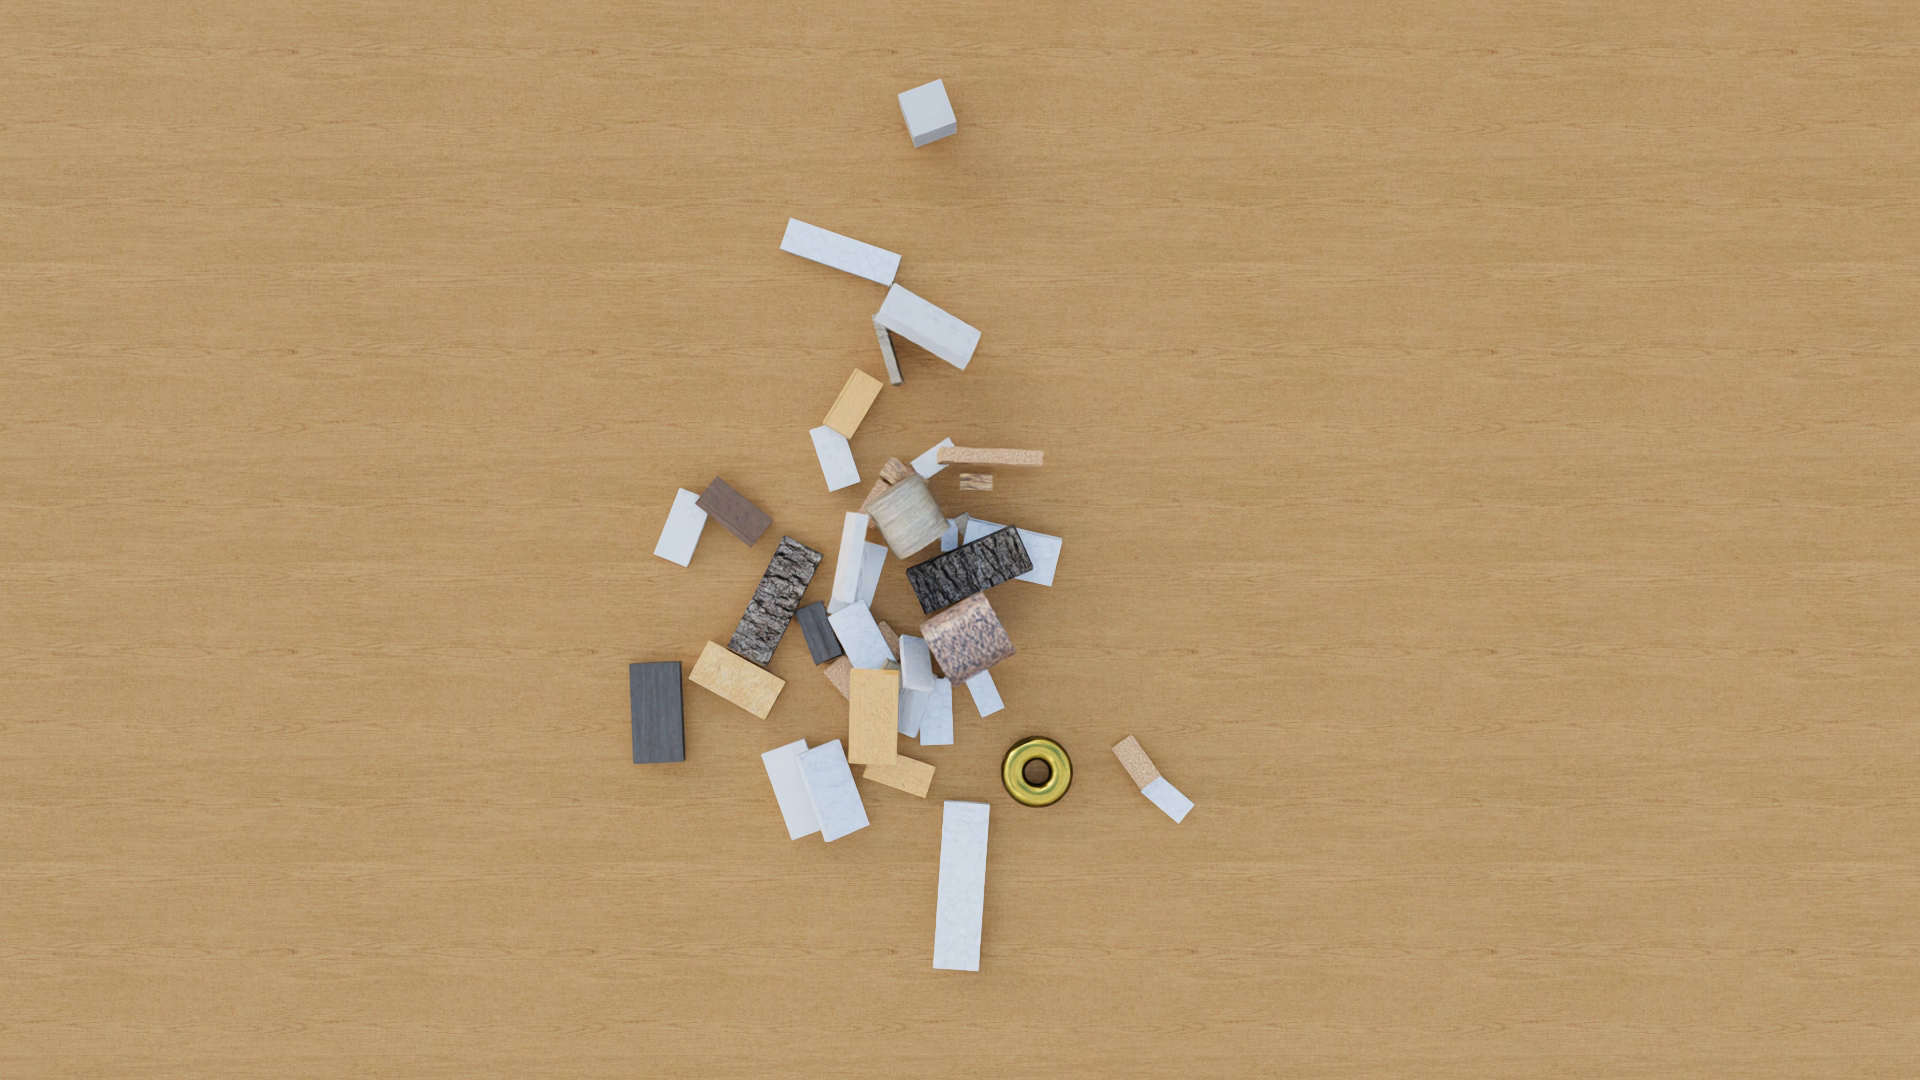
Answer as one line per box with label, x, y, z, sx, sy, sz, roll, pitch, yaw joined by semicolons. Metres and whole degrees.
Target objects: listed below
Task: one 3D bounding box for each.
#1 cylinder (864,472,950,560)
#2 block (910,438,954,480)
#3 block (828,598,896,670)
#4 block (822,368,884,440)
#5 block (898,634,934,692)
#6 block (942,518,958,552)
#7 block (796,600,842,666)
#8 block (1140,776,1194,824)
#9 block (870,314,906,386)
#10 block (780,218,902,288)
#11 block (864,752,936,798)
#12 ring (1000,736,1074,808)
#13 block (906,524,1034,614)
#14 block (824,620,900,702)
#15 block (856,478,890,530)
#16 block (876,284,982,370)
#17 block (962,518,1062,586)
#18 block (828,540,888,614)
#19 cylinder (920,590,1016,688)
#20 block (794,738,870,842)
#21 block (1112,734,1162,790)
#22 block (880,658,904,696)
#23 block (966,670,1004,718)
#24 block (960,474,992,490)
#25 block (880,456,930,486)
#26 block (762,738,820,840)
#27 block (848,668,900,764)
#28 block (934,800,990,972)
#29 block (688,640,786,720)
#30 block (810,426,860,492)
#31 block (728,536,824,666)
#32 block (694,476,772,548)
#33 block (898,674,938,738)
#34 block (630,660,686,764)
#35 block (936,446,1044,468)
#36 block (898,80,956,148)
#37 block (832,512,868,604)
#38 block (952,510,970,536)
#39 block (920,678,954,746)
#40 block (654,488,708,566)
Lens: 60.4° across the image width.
cylinder;-0.171;-0.077;5.385;0.206;0.206;0.206;-33;97;0
block;-0.081;-0.268;5.489;0.153;0.022;0.076;-34;90;0
block;-0.317;0.340;5.444;0.132;0.037;0.264;-28;90;0
block;-0.354;-0.451;5.466;0.108;0.030;0.215;30;80;0
block;-0.144;0.404;5.412;0.096;0.027;0.193;13;47;-24
block;-0.035;-0.017;5.492;0.054;0.015;0.109;1;90;0
block;-0.467;0.308;5.468;0.096;0.027;0.193;-22;79;0
block;0.689;0.857;5.488;0.166;0.023;0.083;40;90;0
block;-0.236;-0.628;5.440;0.033;0.118;0.236;-17;90;5
block;-0.396;-0.955;5.485;0.390;0.030;0.108;19;90;0
block;-0.201;0.769;5.485;0.219;0.031;0.109;19;90;0
ring;0.255;0.768;5.461;0.240;0.080;0.240;0;90;1
block;0.031;0.097;5.434;0.389;0.045;0.158;-23;102;8
block;-0.310;0.401;5.481;0.264;0.037;0.132;-41;90;0
block;-0.278;-0.119;5.489;0.076;0.022;0.153;32;90;0
block;-0.102;-0.699;5.404;0.331;0.166;0.047;29;133;-7
block;0.166;0.039;5.458;0.316;0.045;0.158;13;105;0
block;-0.340;0.133;5.481;0.132;0.037;0.264;17;90;0
cylinder;0.026;0.323;5.383;0.235;0.235;0.235;-30;90;0
block;-0.422;0.827;5.449;0.151;0.043;0.301;-20;90;-25
block;0.585;0.737;5.475;0.083;0.023;0.166;-36;81;0
block;-0.246;0.489;5.425;0.096;0.027;0.193;26;105;-20
block;0.077;0.498;5.488;0.083;0.023;0.166;-24;90;0
block;0.054;-0.193;5.492;0.109;0.015;0.054;1;90;0
block;-0.185;-0.206;5.476;0.153;0.022;0.076;35;111;0
block;-0.536;0.827;5.479;0.151;0.043;0.301;-20;90;0
block;-0.282;0.579;5.403;0.158;0.045;0.316;2;106;0
block;0.005;1.146;5.479;0.151;0.043;0.551;4;90;0
block;-0.739;0.463;5.480;0.289;0.041;0.144;29;90;0
block;-0.415;-0.279;5.485;0.108;0.030;0.215;-19;90;0
block;-0.613;0.202;5.480;0.144;0.041;0.415;27;90;0
block;-0.748;-0.094;5.463;0.236;0.033;0.118;39;87;-9
block;-0.162;0.532;5.460;0.109;0.031;0.219;21;96;15
block;-1.005;0.572;5.477;0.166;0.047;0.331;-2;90;0
block;0.096;-0.271;5.403;0.331;0.166;0.047;2;89;-5
block;-0.106;-1.402;5.426;0.148;0.148;0.148;-20;90;0
block;-0.360;0.055;5.388;0.041;0.144;0.289;10;90;-17
block;0.027;-0.037;5.478;0.054;0.015;0.109;-29;102;6
block;-0.080;0.570;5.485;0.109;0.031;0.219;-2;90;0
block;-0.918;-0.042;5.483;0.118;0.033;0.236;22;90;0
